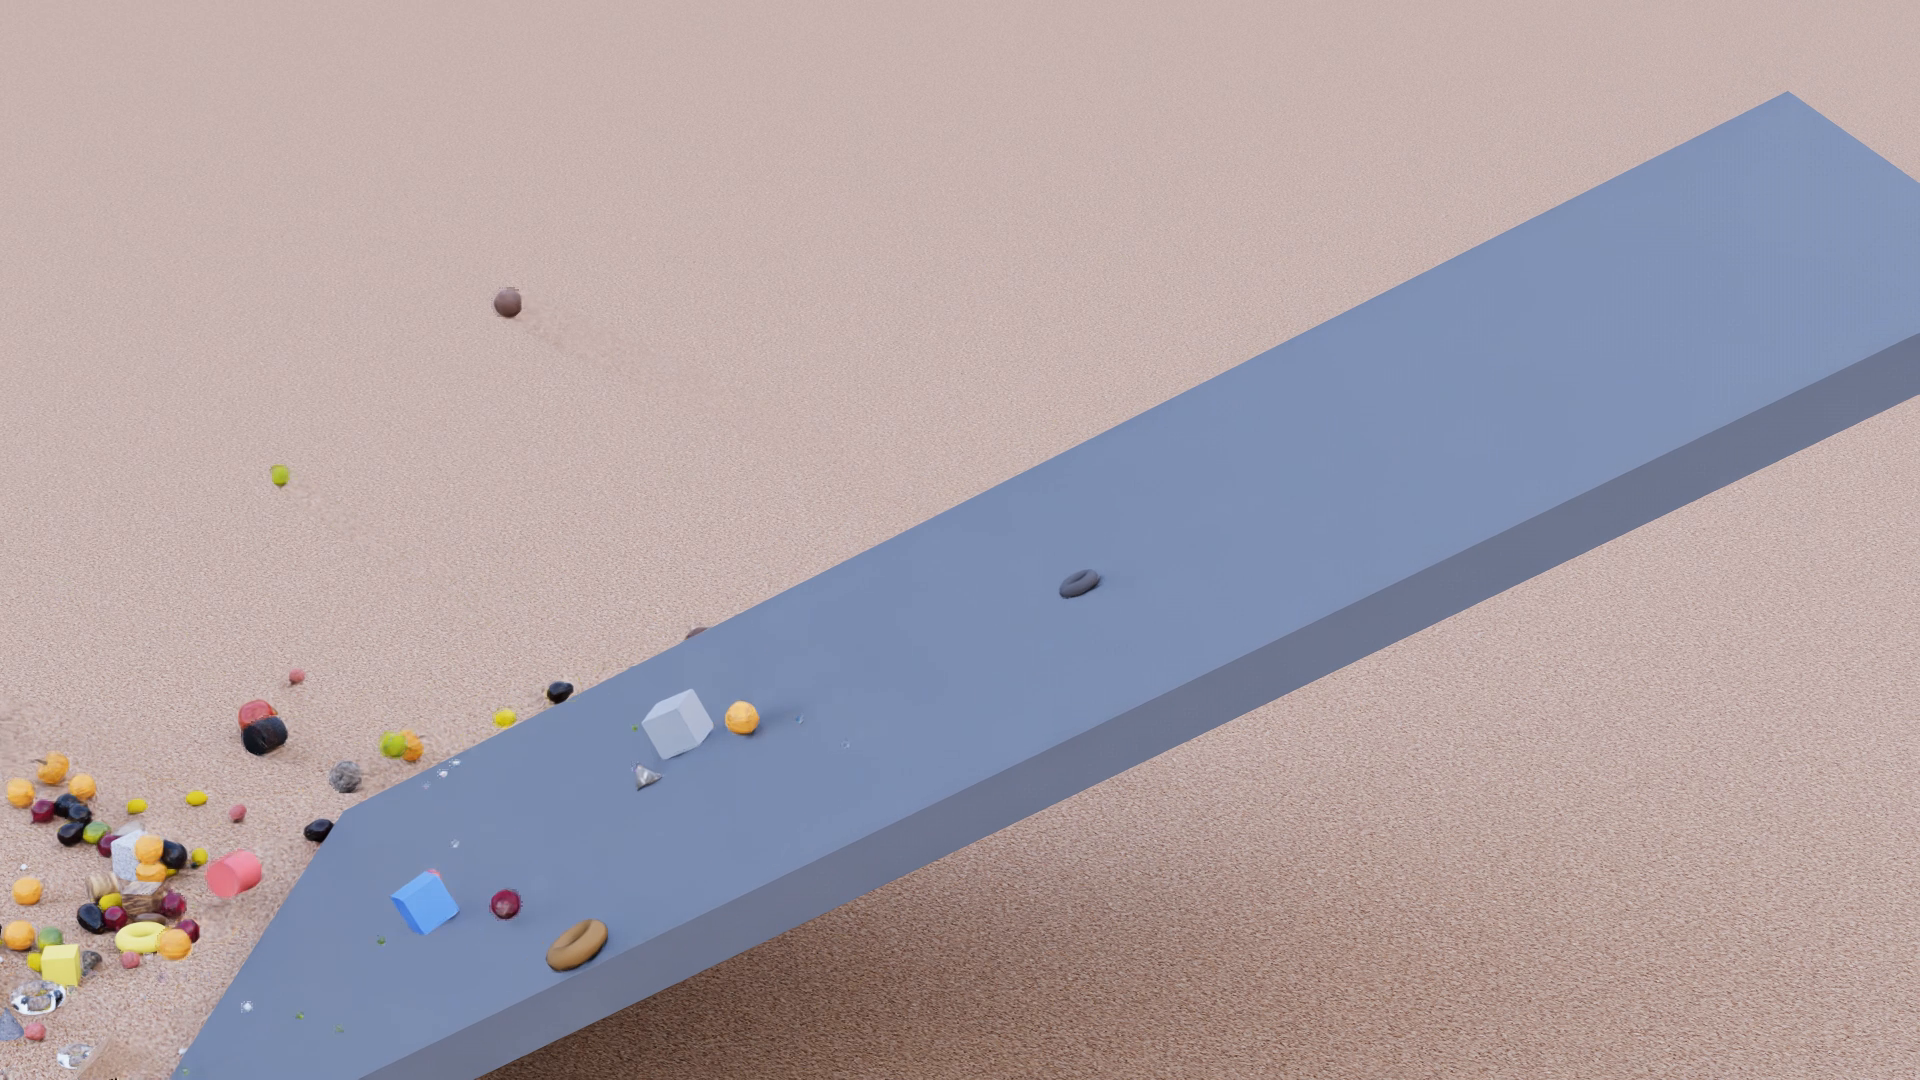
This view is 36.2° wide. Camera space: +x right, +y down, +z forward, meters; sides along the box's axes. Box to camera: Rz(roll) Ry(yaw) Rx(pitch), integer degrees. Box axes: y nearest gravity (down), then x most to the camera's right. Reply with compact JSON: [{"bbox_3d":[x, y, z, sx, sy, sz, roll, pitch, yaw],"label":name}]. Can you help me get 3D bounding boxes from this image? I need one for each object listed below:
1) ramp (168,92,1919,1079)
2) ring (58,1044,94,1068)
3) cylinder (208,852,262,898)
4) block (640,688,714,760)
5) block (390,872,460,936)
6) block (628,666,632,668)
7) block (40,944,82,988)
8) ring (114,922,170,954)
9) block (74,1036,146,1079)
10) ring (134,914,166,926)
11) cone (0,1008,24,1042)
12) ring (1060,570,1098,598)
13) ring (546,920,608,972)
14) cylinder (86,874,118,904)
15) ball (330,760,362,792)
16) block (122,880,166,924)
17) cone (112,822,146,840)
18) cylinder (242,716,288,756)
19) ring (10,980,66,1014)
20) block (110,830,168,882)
[{"bbox_3d":[0.141,0.167,6.281,4.000,0.100,2.000,-26,14,11],"label":"ramp"},{"bbox_3d":[-1.939,1.133,6.457,0.083,0.028,0.083,1,18,0],"label":"ring"},{"bbox_3d":[-1.781,0.823,7.227,0.093,0.093,0.093,7,14,22],"label":"cylinder"},{"bbox_3d":[-0.625,0.409,6.516,0.100,0.100,0.100,-23,15,24],"label":"block"},{"bbox_3d":[-1.137,0.772,6.252,0.091,0.091,0.091,-35,15,-23],"label":"block"},{"bbox_3d":[-0.949,0.405,8.744,0.052,0.052,0.052,-11,20,-31],"label":"block"},{"bbox_3d":[-2.088,0.991,6.832,0.075,0.075,0.075,-3,18,-9],"label":"block"},{"bbox_3d":[-1.951,0.950,7.018,0.127,0.042,0.127,1,18,0],"label":"ring"},{"bbox_3d":[-1.809,1.138,6.249,0.099,0.099,0.099,42,11,-12],"label":"block"},{"bbox_3d":[-1.953,0.919,7.095,0.075,0.025,0.075,-3,-21,-1],"label":"ring"},{"bbox_3d":[-2.130,1.074,6.578,0.068,0.068,0.068,0,17,0],"label":"cone"},{"bbox_3d":[0.245,0.091,6.081,0.087,0.029,0.087,-26,15,8],"label":"ring"},{"bbox_3d":[-0.725,0.767,5.563,0.130,0.043,0.130,-30,16,9],"label":"ring"},{"bbox_3d":[-2.119,0.861,7.268,0.063,0.063,0.063,-10,20,-28],"label":"cylinder"},{"bbox_3d":[-1.657,0.638,7.947,0.084,0.084,0.084,0,17,0],"label":"ball"},{"bbox_3d":[-1.991,0.884,7.172,0.076,0.076,0.076,2,17,6],"label":"block"},{"bbox_3d":[-2.119,0.783,7.556,0.087,0.087,0.087,-12,48,-34],"label":"cone"},{"bbox_3d":[-1.945,0.548,8.228,0.087,0.087,0.087,9,20,27],"label":"cylinder"},{"bbox_3d":[-2.107,1.045,6.720,0.123,0.041,0.123,0,19,0],"label":"ring"},{"bbox_3d":[-2.070,0.798,7.419,0.093,0.093,0.093,10,20,29],"label":"block"}]
